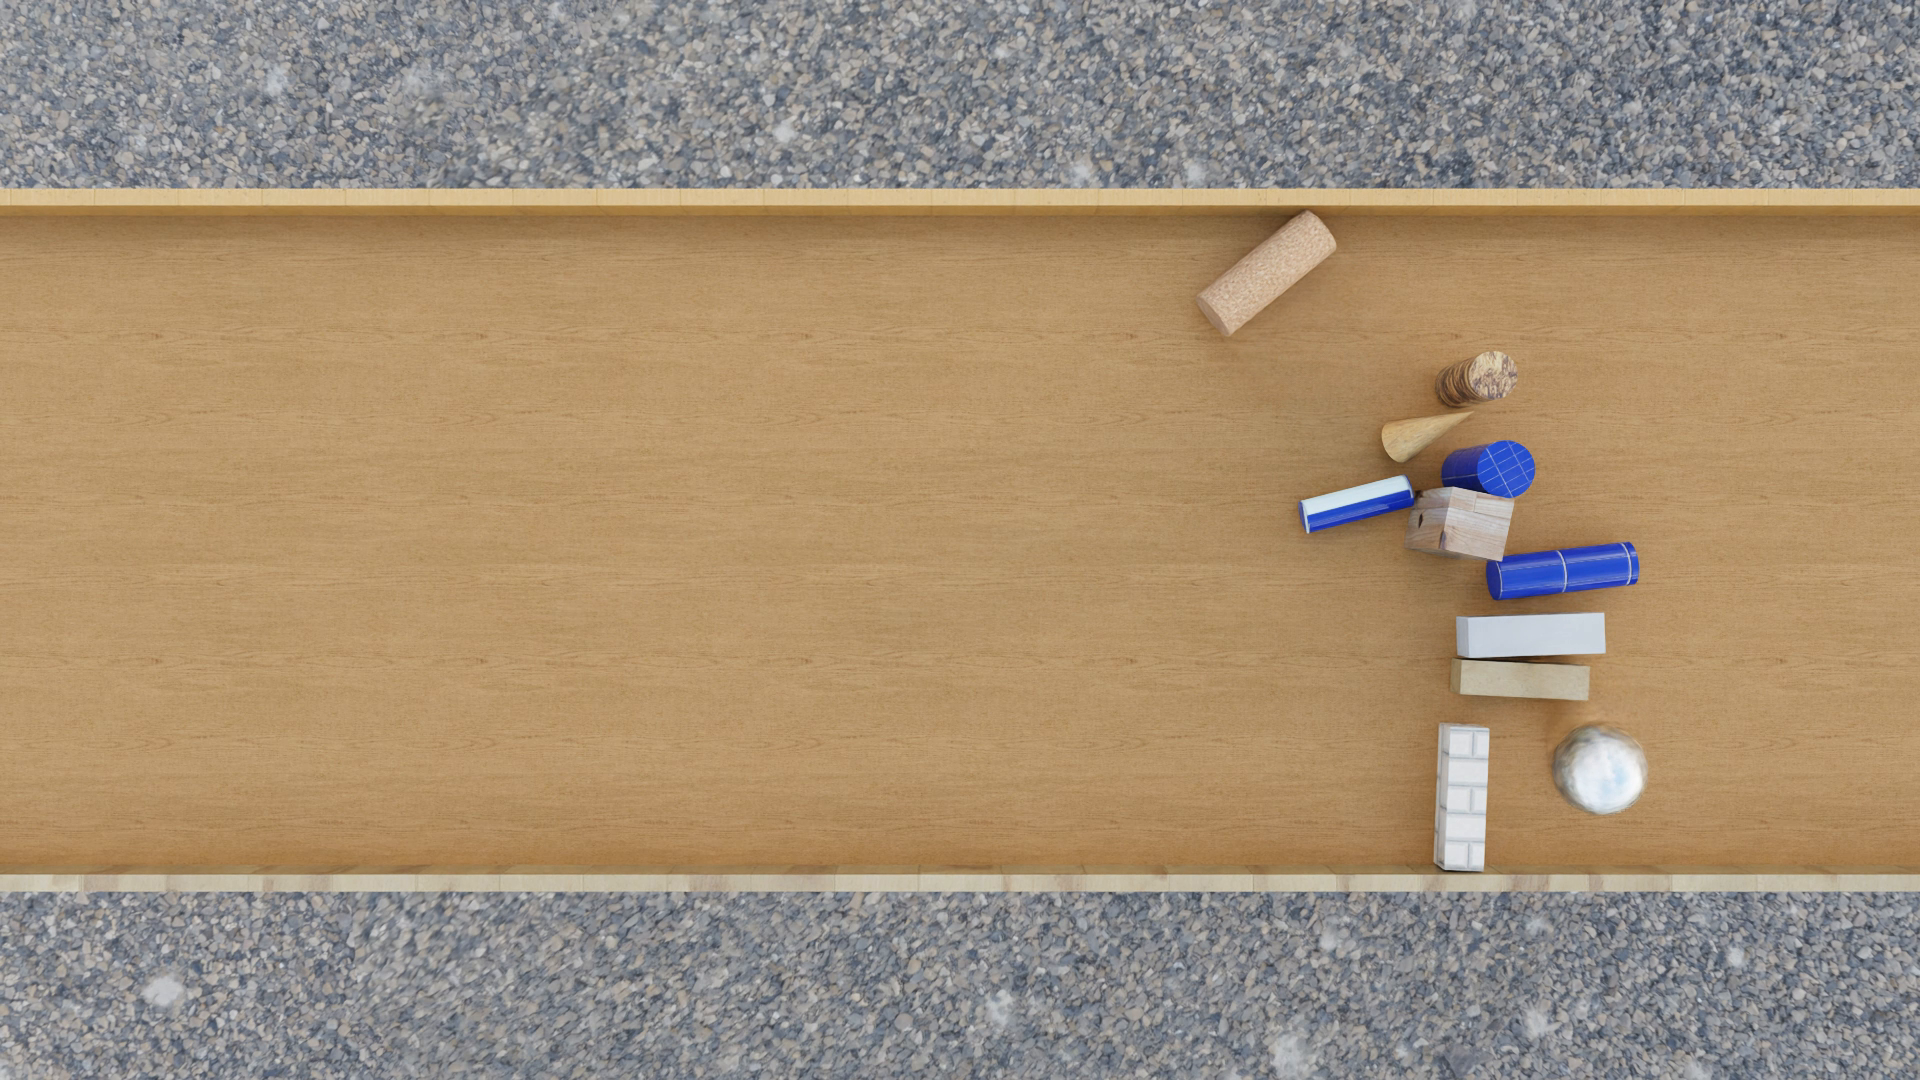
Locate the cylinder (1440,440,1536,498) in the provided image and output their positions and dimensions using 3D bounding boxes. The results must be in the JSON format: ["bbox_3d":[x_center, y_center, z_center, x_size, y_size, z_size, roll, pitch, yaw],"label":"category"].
[{"bbox_3d":[1.563,-0.202,4.898,0.166,0.357,0.166,0,90,0],"label":"cylinder"}]

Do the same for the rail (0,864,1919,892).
[{"bbox_3d":[-2.247,1.025,5.001,12.000,0.150,0.050,0,90,0],"label":"rail"}]

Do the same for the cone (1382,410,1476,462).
[{"bbox_3d":[1.417,-0.338,4.912,0.136,0.306,0.136,9,71,-29],"label":"cone"}]

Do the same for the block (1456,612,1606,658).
[{"bbox_3d":[1.733,0.287,5.016,0.410,0.120,0.120,-2,90,0],"label":"block"}]

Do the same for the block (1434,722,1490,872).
[{"bbox_3d":[1.525,0.779,5.018,0.117,0.117,0.430,2,90,0],"label":"block"}]

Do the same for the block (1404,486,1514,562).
[{"bbox_3d":[1.470,-0.045,4.881,0.180,0.392,0.180,12,90,0],"label":"block"}]

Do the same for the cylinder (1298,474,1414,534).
[{"bbox_3d":[1.206,-0.110,5.026,0.328,0.102,0.102,-14,90,0],"label":"cylinder"}]

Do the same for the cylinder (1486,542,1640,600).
[{"bbox_3d":[1.828,0.095,5.010,0.417,0.133,0.133,-7,90,0],"label":"cylinder"}]

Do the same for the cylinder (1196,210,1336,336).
[{"bbox_3d":[0.927,-0.808,4.998,0.416,0.158,0.158,-39,90,0],"label":"cylinder"}]

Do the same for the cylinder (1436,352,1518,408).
[{"bbox_3d":[1.532,-0.473,4.906,0.139,0.341,0.139,0,90,0],"label":"cylinder"}]

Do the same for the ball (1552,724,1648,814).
[{"bbox_3d":[1.916,0.684,4.942,0.269,0.269,0.269,0,90,0],"label":"ball"}]

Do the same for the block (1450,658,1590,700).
[{"bbox_3d":[1.704,0.423,5.025,0.386,0.103,0.103,3,90,0],"label":"block"}]

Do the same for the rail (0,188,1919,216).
[{"bbox_3d":[-2.247,-1.025,5.002,12.000,0.150,0.050,0,90,0],"label":"rail"}]
